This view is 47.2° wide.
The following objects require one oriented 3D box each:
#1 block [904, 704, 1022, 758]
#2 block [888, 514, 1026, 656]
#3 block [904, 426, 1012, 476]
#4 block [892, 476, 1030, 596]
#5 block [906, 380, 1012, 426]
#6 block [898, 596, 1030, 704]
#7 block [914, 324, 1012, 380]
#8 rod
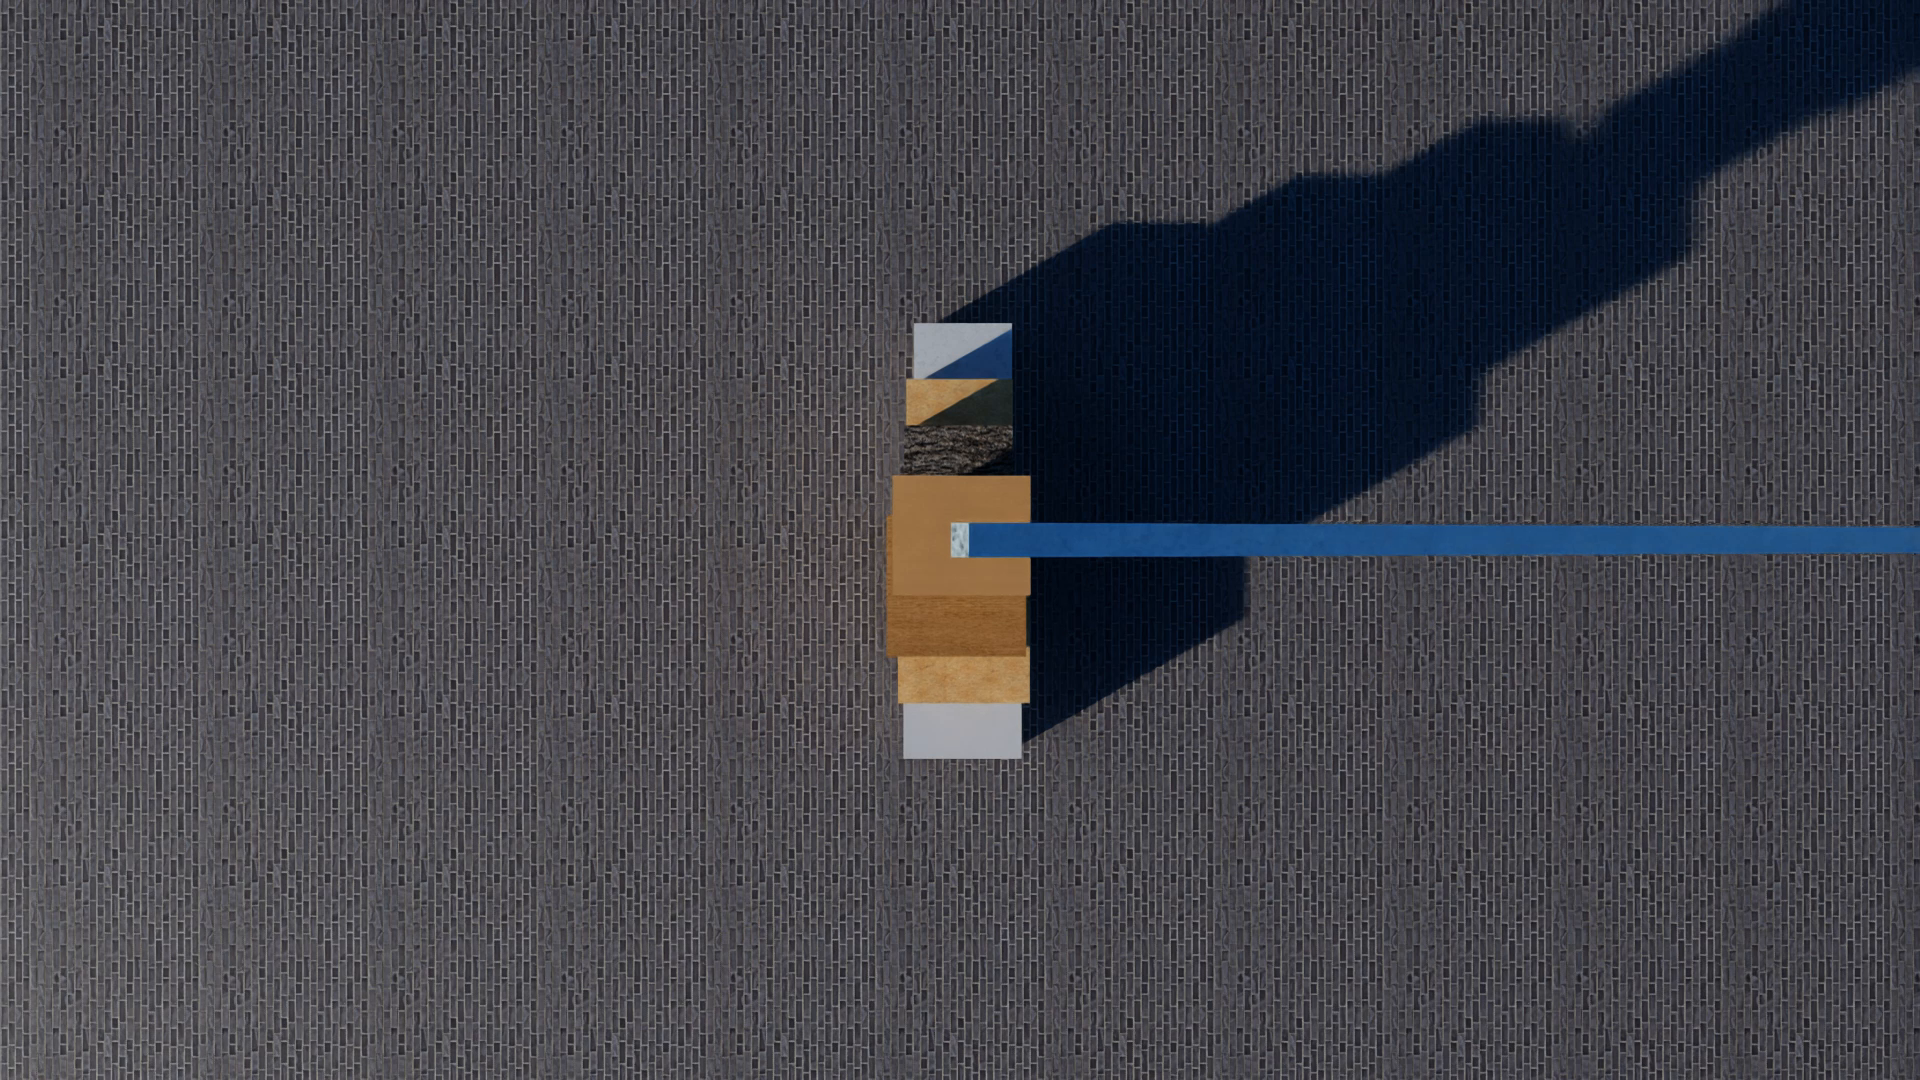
[{"bbox_3d":[0.014,0.865,12.636,0.658,0.728,0.711,0,90,0],"label":"block"},{"bbox_3d":[-0.017,0.228,11.186,0.685,0.704,0.698,0,90,0],"label":"block"},{"bbox_3d":[-0.008,-0.352,11.475,0.553,0.573,0.462,0,90,0],"label":"block"},{"bbox_3d":[0.008,-0.017,10.057,0.612,0.579,0.532,0,90,0],"label":"block"},{"bbox_3d":[-0.002,-0.607,12.068,0.570,0.613,0.509,0,90,0],"label":"block"},{"bbox_3d":[0.020,0.517,11.904,0.691,0.735,0.683,0,90,0],"label":"block"},{"bbox_3d":[0.018,-0.953,12.687,0.552,0.626,0.535,0,90,0],"label":"block"},{"bbox_3d":[2.234,0.000,6.389,5.200,0.080,0.080,0,90,-31],"label":"rod"}]
